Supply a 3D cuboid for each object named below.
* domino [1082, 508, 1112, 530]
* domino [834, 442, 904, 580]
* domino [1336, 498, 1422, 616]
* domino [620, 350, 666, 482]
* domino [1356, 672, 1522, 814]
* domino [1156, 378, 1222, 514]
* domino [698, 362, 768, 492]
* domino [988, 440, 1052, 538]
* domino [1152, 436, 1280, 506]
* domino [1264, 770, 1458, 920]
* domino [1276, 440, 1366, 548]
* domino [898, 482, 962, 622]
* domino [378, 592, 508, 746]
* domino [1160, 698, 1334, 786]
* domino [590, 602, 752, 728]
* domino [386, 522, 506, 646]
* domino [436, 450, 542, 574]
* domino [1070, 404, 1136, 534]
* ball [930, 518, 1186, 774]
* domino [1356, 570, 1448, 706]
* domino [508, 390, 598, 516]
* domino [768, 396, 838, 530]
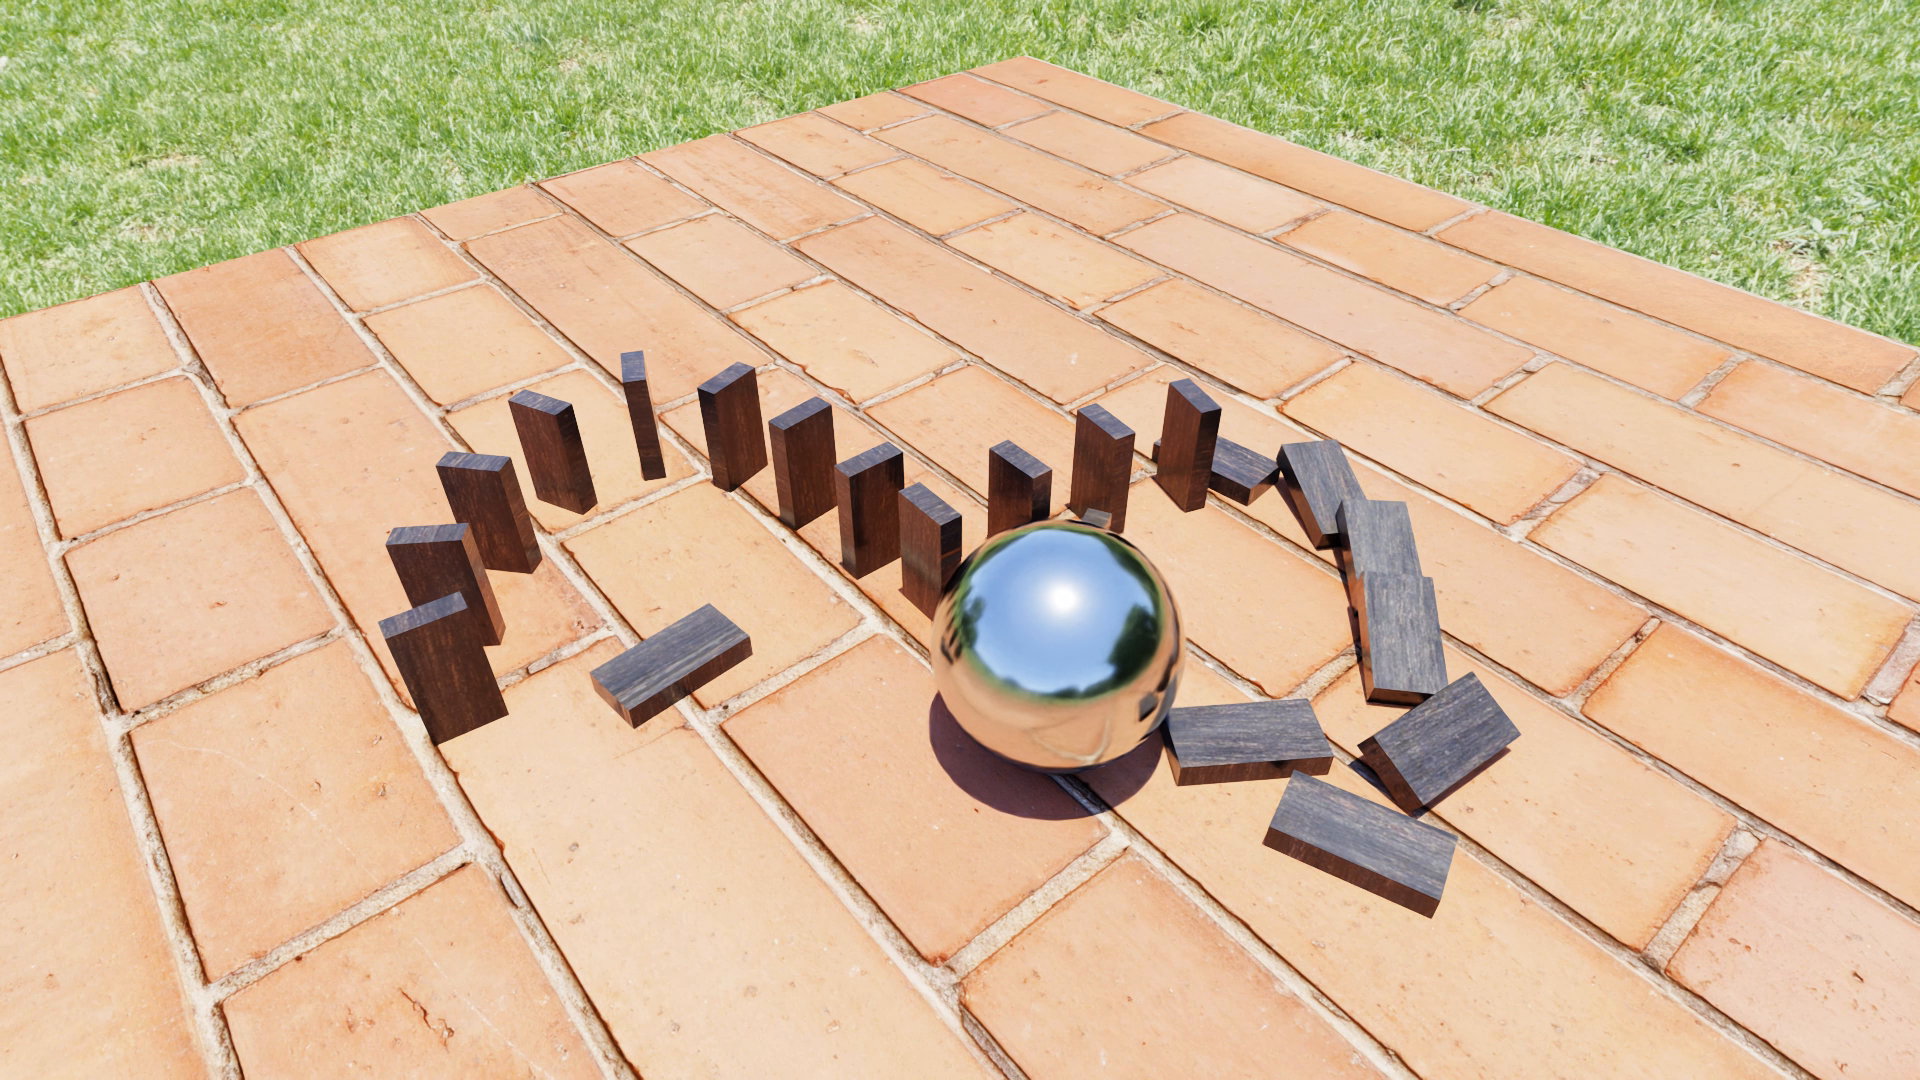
[{"bbox_3d":[0.045,0.013,0.415,0.010,0.025,0.050,14,41,17],"label":"domino"},{"bbox_3d":[-0.034,-0.011,0.425,0.025,0.050,0.009,-28,47,-30],"label":"domino"},{"bbox_3d":[0.163,0.007,0.426,0.025,0.010,0.050,3,53,3],"label":"domino"},{"bbox_3d":[-0.137,-0.054,0.477,0.009,0.050,0.025,-10,40,-12],"label":"domino"},{"bbox_3d":[0.156,0.065,0.357,0.050,0.010,0.025,-23,70,-26],"label":"domino"},{"bbox_3d":[0.095,-0.039,0.459,0.009,0.050,0.025,-14,41,-17],"label":"domino"},{"bbox_3d":[-0.097,-0.048,0.470,0.010,0.050,0.025,22,44,25],"label":"domino"},{"bbox_3d":[0.023,-0.011,0.425,0.009,0.050,0.025,-27,47,-29],"label":"domino"},{"bbox_3d":[0.113,-0.034,0.485,0.050,0.010,0.025,31,48,32],"label":"domino"},{"bbox_3d":[0.121,0.091,0.332,0.050,0.010,0.025,20,44,23],"label":"domino"},{"bbox_3d":[0.153,-0.020,0.460,0.025,0.009,0.050,-6,52,-7],"label":"domino"},{"bbox_3d":[-0.011,0.006,0.404,0.009,0.050,0.025,-26,46,-28],"label":"domino"},{"bbox_3d":[-0.168,0.043,0.359,0.025,0.050,0.009,-24,45,-26],"label":"domino"},{"bbox_3d":[0.094,0.066,0.362,0.050,0.010,0.025,-3,39,-4],"label":"domino"},{"bbox_3d":[-0.102,0.044,0.390,0.025,0.009,0.050,32,49,33],"label":"domino"},{"bbox_3d":[-0.182,0.017,0.390,0.025,0.050,0.009,-4,39,-5],"label":"domino"},{"bbox_3d":[-0.181,-0.010,0.424,0.025,0.050,0.010,6,40,7],"label":"domino"},{"bbox_3d":[0.057,-0.027,0.445,0.010,0.050,0.025,-21,44,-24],"label":"domino"},{"bbox_3d":[0.031,0.033,0.347,0.080,0.080,0.080,0,39,0],"label":"ball"},{"bbox_3d":[0.157,0.035,0.392,0.025,0.010,0.050,5,52,6],"label":"domino"},{"bbox_3d":[-0.168,-0.036,0.455,0.025,0.050,0.010,18,42,20],"label":"domino"},{"bbox_3d":[-0.063,-0.031,0.449,0.010,0.050,0.025,30,48,31],"label":"domino"}]
